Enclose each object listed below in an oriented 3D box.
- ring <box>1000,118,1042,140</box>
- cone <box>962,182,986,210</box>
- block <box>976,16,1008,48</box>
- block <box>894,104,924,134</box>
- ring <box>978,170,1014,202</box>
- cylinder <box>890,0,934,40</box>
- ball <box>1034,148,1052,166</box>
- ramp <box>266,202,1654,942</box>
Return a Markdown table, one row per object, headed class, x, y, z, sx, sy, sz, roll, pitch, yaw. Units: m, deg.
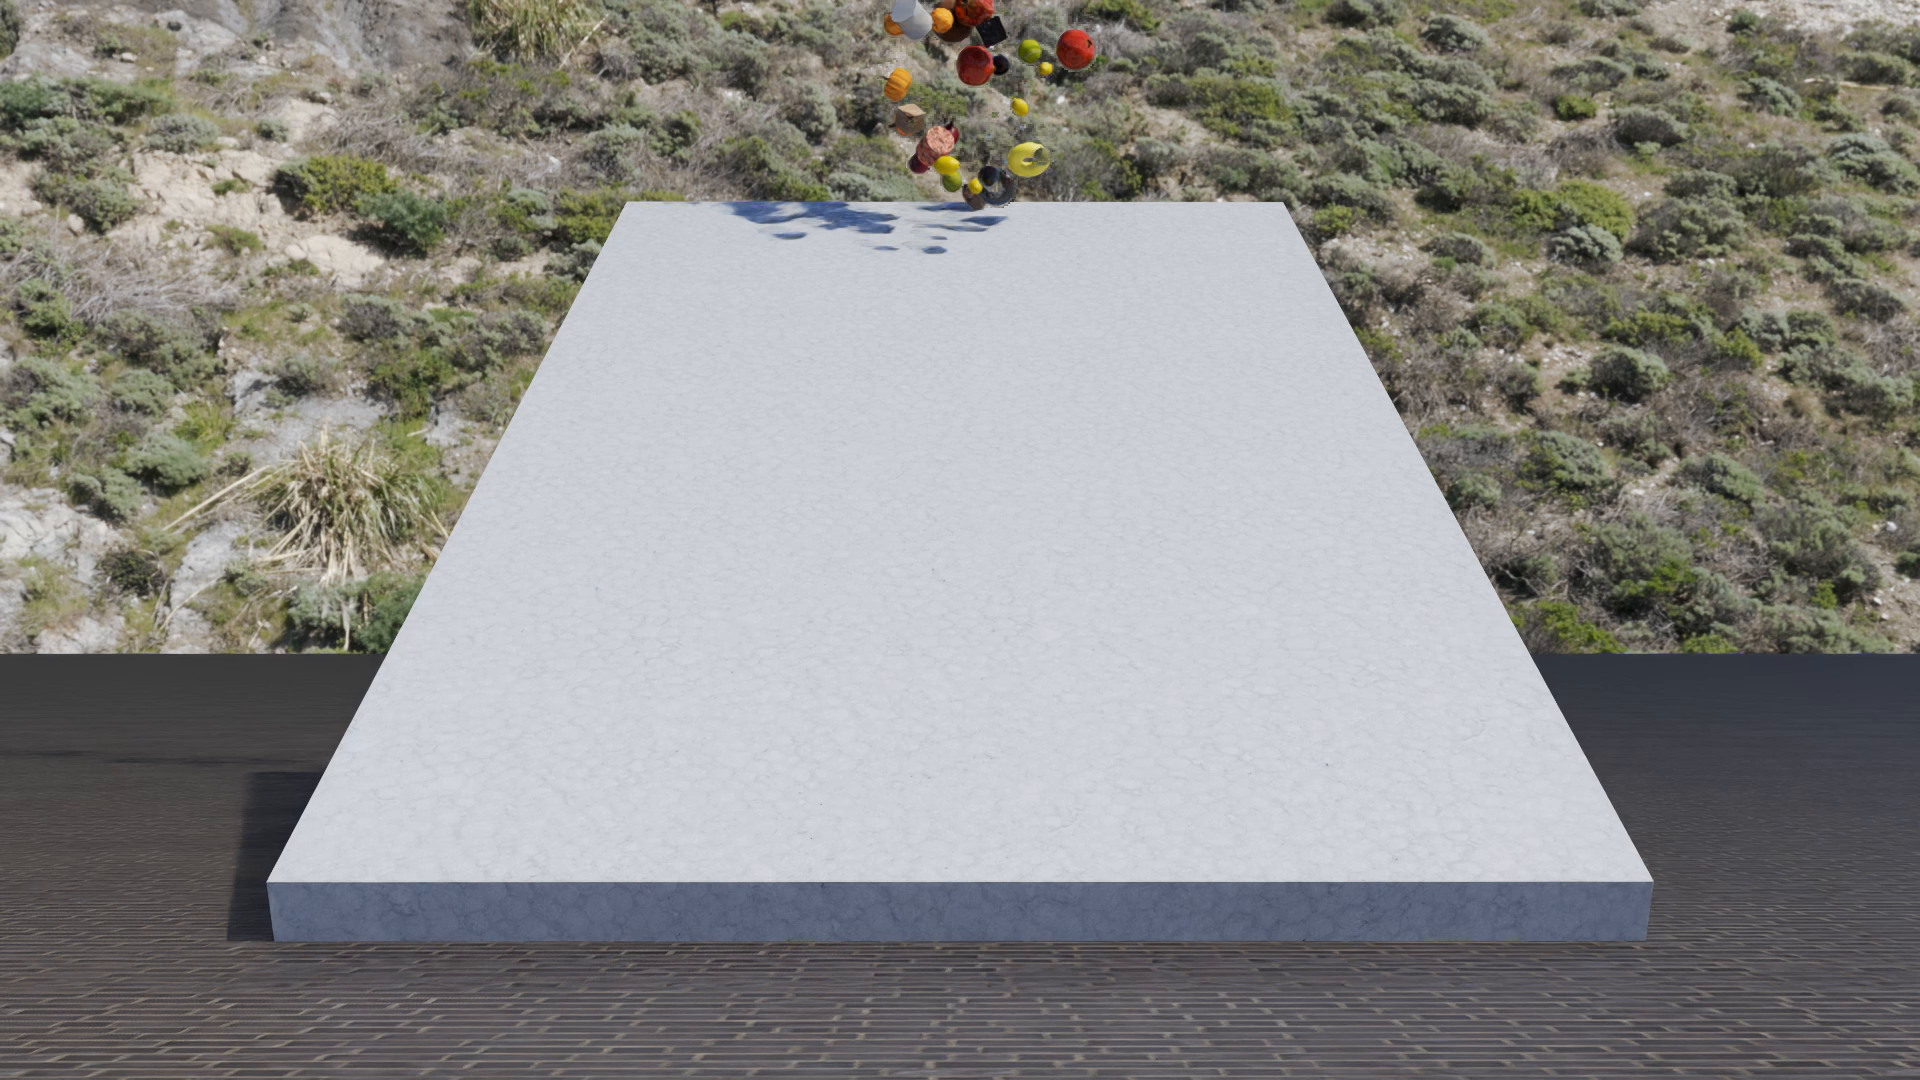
| class | x | y | z | sx | sy | sz | roll | pitch | yaw |
| --- | --- | --- | --- | --- | --- | --- | --- | --- | --- |
| ring | 0.178 | -1.204 | 6.743 | 0.127 | 0.042 | 0.127 | 6 | -2 | 0 |
| cone | 0.071 | -1.050 | 6.896 | 0.092 | 0.092 | 0.092 | 3 | -24 | -44 |
| block | 0.089 | -1.444 | 6.545 | 0.069 | 0.069 | 0.069 | -24 | 11 | 2 |
| block | -0.144 | -1.208 | 6.602 | 0.057 | 0.057 | 0.057 | -21 | 51 | -33 |
| ring | 0.105 | -1.022 | 6.664 | 0.111 | 0.111 | 0.037 | 1 | -33 | -18 |
| cylinder | -0.137 | -1.483 | 6.544 | 0.087 | 0.087 | 0.087 | -2 | -25 | 35 |
| ball | 0.238 | -1.113 | 6.675 | 0.053 | 0.053 | 0.053 | 0 | -3 | 0 |
| ramp | -0.007 | -0.223 | 5.187 | 2.000 | 0.100 | 4.000 | 0 | 22 | 0 |
